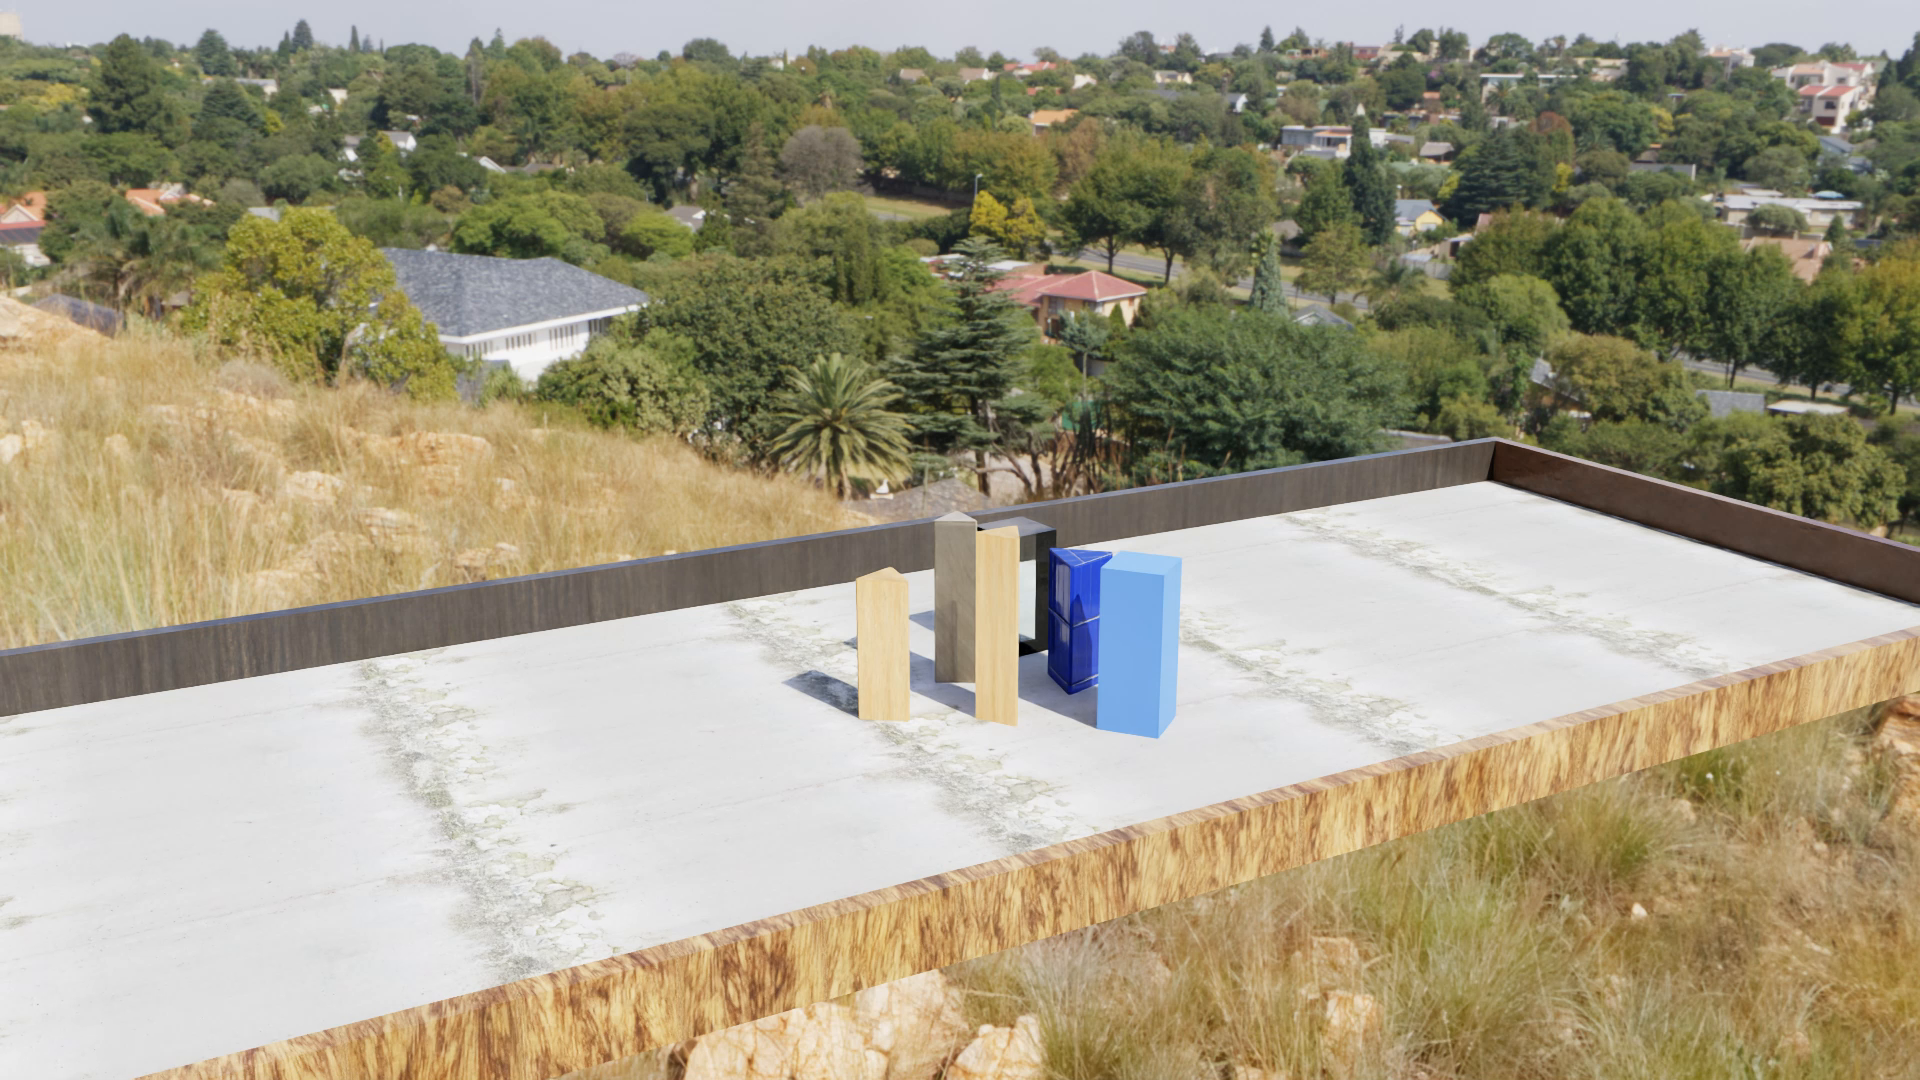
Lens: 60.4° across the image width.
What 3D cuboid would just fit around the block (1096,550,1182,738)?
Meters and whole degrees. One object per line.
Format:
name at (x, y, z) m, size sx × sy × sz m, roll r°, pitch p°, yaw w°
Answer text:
block at (0.417, 0.241, 3.834) m, size 0.148 × 0.395 × 0.148 m, roll 7°, pitch 18°, yaw 22°

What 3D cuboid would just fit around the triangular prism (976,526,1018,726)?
triangular prism at (0.108, 0.198, 3.868) m, size 0.110 × 0.459 × 0.096 m, roll 9°, pitch 19°, yaw 28°

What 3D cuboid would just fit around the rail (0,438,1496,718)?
rail at (-3.305, 0.497, 3.399) m, size 12.000 × 0.150 × 0.050 m, roll -9°, pitch 18°, yaw -27°

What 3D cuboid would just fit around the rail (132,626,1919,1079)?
rail at (-2.336, 1.006, 1.665) m, size 12.000 × 0.150 × 0.050 m, roll -9°, pitch 18°, yaw -27°

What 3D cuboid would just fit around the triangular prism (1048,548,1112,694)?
triangular prism at (0.274, 0.193, 4.110) m, size 0.134 × 0.332 × 0.155 m, roll 15°, pitch 22°, yaw 41°

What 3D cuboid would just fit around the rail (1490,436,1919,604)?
rail at (2.466, -0.048, 5.253) m, size 0.050 × 0.150 × 2.100 m, roll -9°, pitch 18°, yaw -27°

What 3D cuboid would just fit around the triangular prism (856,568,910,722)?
triangular prism at (-0.173, 0.245, 3.906) m, size 0.122 × 0.347 × 0.105 m, roll 2°, pitch 17°, yaw 8°

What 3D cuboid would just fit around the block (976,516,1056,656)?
block at (0.144, 0.124, 4.350) m, size 0.154 × 0.328 × 0.154 m, roll -11°, pitch 20°, yaw -33°

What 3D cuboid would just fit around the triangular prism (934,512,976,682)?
triangular prism at (-0.009, 0.143, 4.121) m, size 0.103 × 0.422 × 0.089 m, roll 1°, pitch 16°, yaw 2°
